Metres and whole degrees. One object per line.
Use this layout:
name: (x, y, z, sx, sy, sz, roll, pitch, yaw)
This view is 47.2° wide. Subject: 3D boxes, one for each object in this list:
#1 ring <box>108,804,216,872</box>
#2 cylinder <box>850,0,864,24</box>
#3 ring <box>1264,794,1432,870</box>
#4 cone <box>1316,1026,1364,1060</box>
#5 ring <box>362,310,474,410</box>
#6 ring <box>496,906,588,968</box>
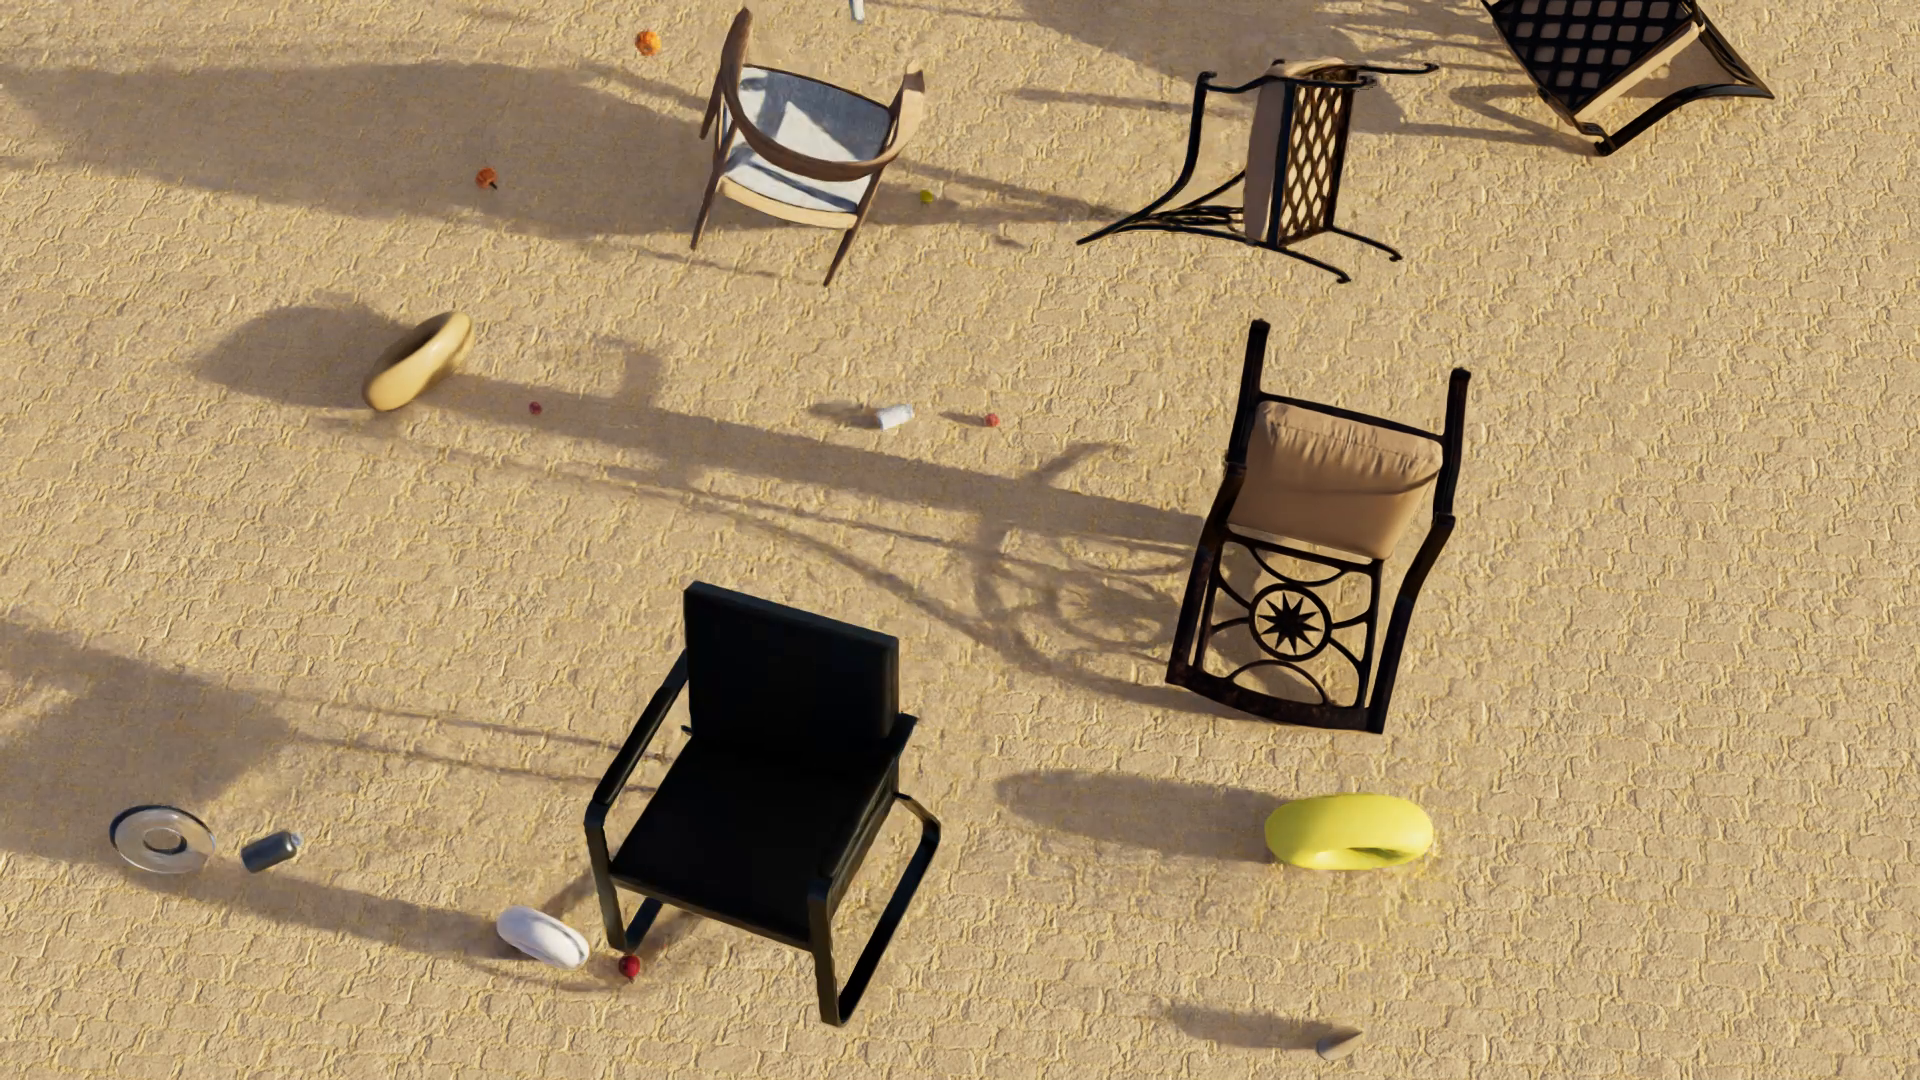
ring: (-2.135, 0.801, 5.887, 0.048, 0.308, 0.188, 33, 91, 48)
cylinder: (-0.346, -1.782, 7.403, 0.039, 0.076, 0.071, -6, 88, 20)
ring: (1.046, 0.787, 5.921, 0.465, 0.194, 0.159, -1, 55, -7)
cone: (1.000, 1.272, 5.623, 0.169, 0.098, 0.076, -12, 71, -39)
ring: (-1.688, -0.561, 6.857, 0.150, 0.147, 0.435, 27, 59, 34)
ring: (-1.084, 1.032, 5.711, 0.257, 0.297, 0.089, 31, 70, -12)
